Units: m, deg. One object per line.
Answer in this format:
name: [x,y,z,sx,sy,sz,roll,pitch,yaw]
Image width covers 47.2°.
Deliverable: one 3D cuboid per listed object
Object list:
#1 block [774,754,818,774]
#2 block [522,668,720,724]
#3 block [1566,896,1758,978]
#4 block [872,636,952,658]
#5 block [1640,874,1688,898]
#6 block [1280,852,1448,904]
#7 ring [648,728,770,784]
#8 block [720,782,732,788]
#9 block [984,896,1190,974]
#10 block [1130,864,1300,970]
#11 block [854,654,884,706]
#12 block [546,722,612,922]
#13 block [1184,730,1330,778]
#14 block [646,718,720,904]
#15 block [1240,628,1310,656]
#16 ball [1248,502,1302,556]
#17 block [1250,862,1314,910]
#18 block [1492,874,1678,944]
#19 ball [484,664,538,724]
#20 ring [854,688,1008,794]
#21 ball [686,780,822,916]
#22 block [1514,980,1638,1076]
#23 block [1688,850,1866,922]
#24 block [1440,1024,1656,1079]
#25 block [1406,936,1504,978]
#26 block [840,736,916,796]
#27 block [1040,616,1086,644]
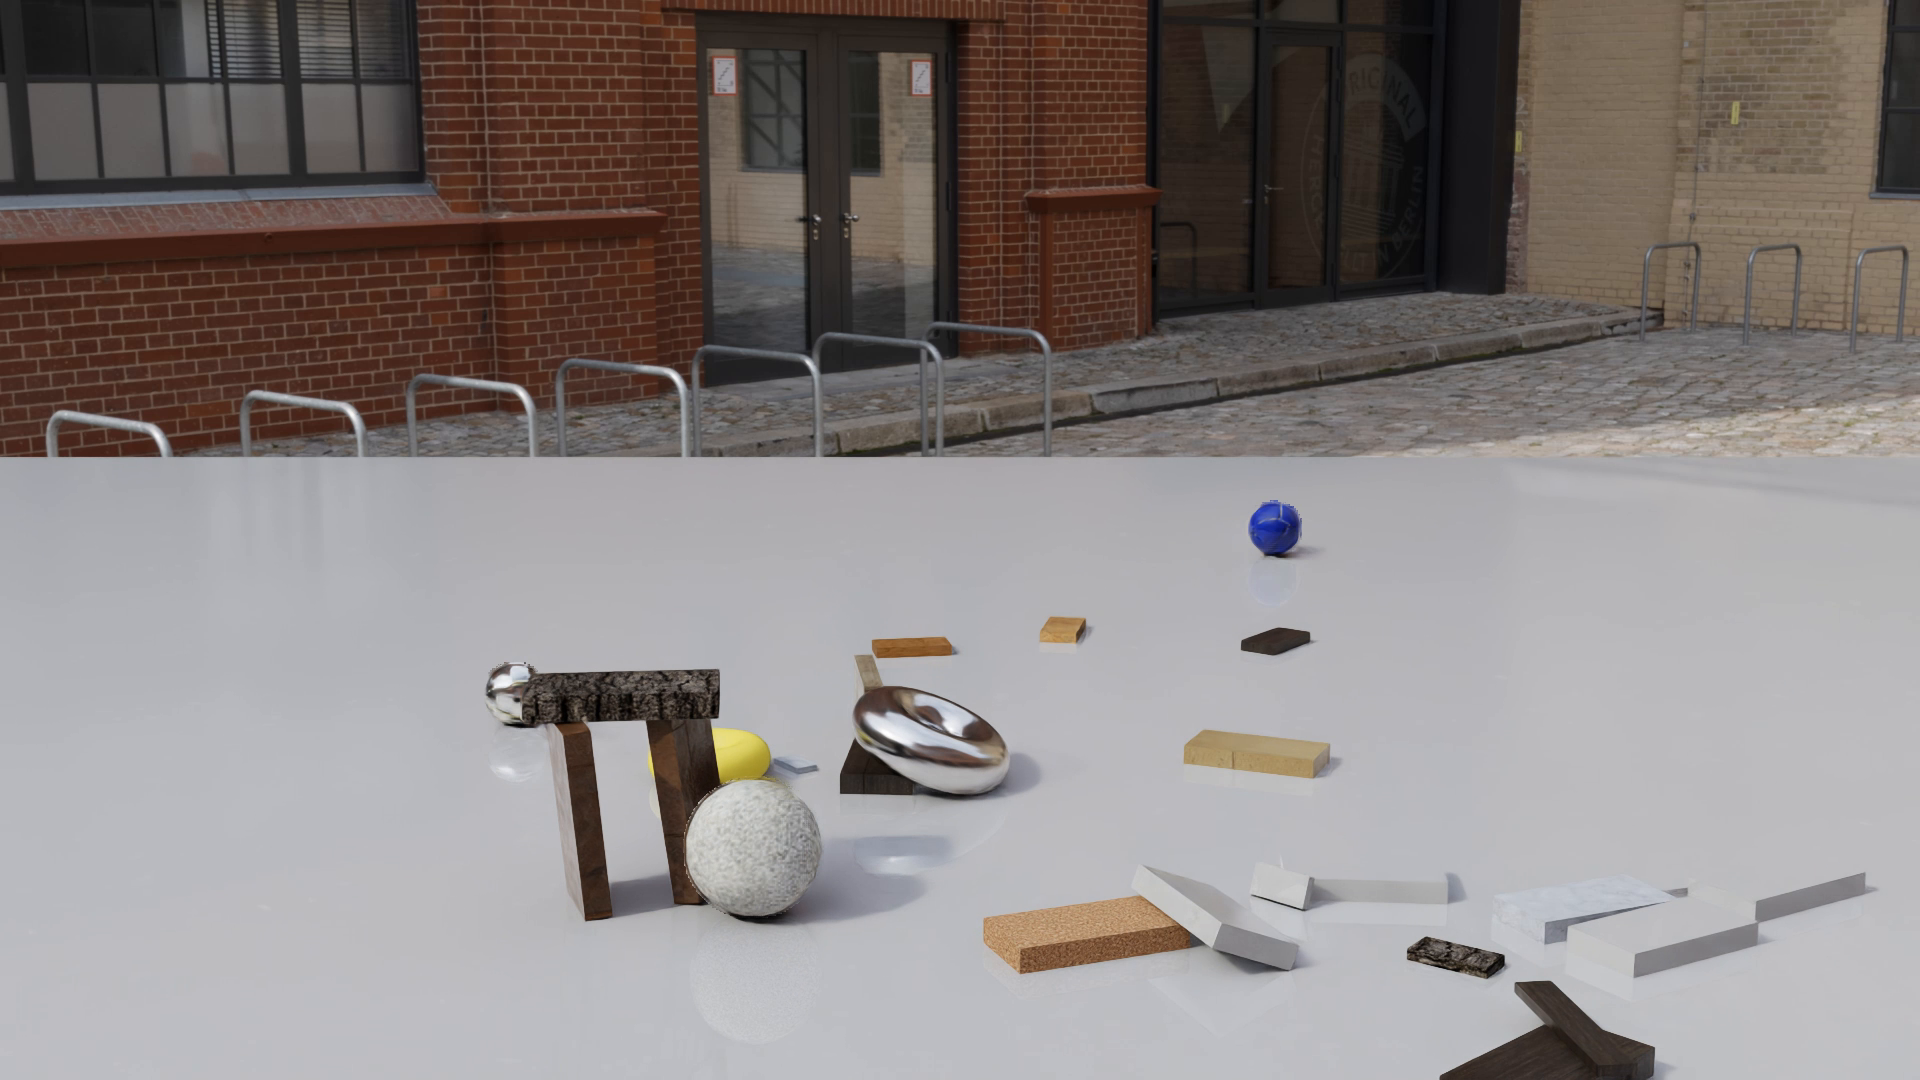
block: [-0.329,0.448,4.396,0.045,0.013,0.091,-7,13,-35]
block: [-0.553,0.256,3.615,0.313,0.044,0.157,-1,11,-5]
block: [1.094,0.616,3.423,0.272,0.039,0.136,-6,12,-30]
block: [-0.119,0.262,5.364,0.183,0.026,0.091,-2,11,-10]
block: [1.188,0.581,3.676,0.108,0.015,0.054,-3,11,-18]
block: [0.675,0.567,3.691,0.265,0.038,0.133,1,11,5]
ring: [-0.492,0.430,4.316,0.240,0.080,0.240,-1,10,0]
block: [-0.442,0.506,4.015,0.140,0.040,0.280,-3,11,-18]
block: [0.197,0.613,3.432,0.288,0.041,0.144,-4,11,-22]
block: [0.394,0.587,3.435,0.144,0.041,0.288,20,2,-23]
block: [-0.192,0.342,4.623,0.040,0.140,0.280,-1,11,-7]
block: [-0.622,0.445,3.585,0.044,0.313,0.157,-9,13,-20]
block: [0.598,0.430,4.429,0.265,0.038,0.133,5,11,23]
block: [-0.449,0.430,3.665,0.044,0.313,0.157,-5,9,16]
block: [0.780,0.250,5.431,0.091,0.026,0.183,8,13,37]
ball: [0.943,-0.033,6.596,0.157,0.157,0.157,0,11,0]
block: [0.531,0.570,3.626,0.108,0.054,0.015,10,-3,44]
block: [1.009,0.594,3.545,0.266,0.038,0.133,-4,11,-23]
ball: [-0.955,0.330,4.715,0.130,0.130,0.130,0,11,0]
ring: [-0.057,0.388,4.286,0.325,0.108,0.325,21,12,-5]
ball: [-0.334,0.498,3.561,0.220,0.220,0.220,0,11,0]
block: [0.838,0.664,3.004,0.054,0.015,0.288,-1,11,-7]
block: [1.356,0.574,3.652,0.272,0.039,0.136,-6,12,-31]
block: [0.779,0.710,2.914,0.288,0.041,0.144,-10,14,-42]
block: [0.757,0.638,3.361,0.131,0.018,0.065,8,13,36]
block: [-0.152,0.443,4.351,0.140,0.040,0.280,1,11,4]
block: [0.260,0.227,5.555,0.091,0.026,0.183,2,11,11]
